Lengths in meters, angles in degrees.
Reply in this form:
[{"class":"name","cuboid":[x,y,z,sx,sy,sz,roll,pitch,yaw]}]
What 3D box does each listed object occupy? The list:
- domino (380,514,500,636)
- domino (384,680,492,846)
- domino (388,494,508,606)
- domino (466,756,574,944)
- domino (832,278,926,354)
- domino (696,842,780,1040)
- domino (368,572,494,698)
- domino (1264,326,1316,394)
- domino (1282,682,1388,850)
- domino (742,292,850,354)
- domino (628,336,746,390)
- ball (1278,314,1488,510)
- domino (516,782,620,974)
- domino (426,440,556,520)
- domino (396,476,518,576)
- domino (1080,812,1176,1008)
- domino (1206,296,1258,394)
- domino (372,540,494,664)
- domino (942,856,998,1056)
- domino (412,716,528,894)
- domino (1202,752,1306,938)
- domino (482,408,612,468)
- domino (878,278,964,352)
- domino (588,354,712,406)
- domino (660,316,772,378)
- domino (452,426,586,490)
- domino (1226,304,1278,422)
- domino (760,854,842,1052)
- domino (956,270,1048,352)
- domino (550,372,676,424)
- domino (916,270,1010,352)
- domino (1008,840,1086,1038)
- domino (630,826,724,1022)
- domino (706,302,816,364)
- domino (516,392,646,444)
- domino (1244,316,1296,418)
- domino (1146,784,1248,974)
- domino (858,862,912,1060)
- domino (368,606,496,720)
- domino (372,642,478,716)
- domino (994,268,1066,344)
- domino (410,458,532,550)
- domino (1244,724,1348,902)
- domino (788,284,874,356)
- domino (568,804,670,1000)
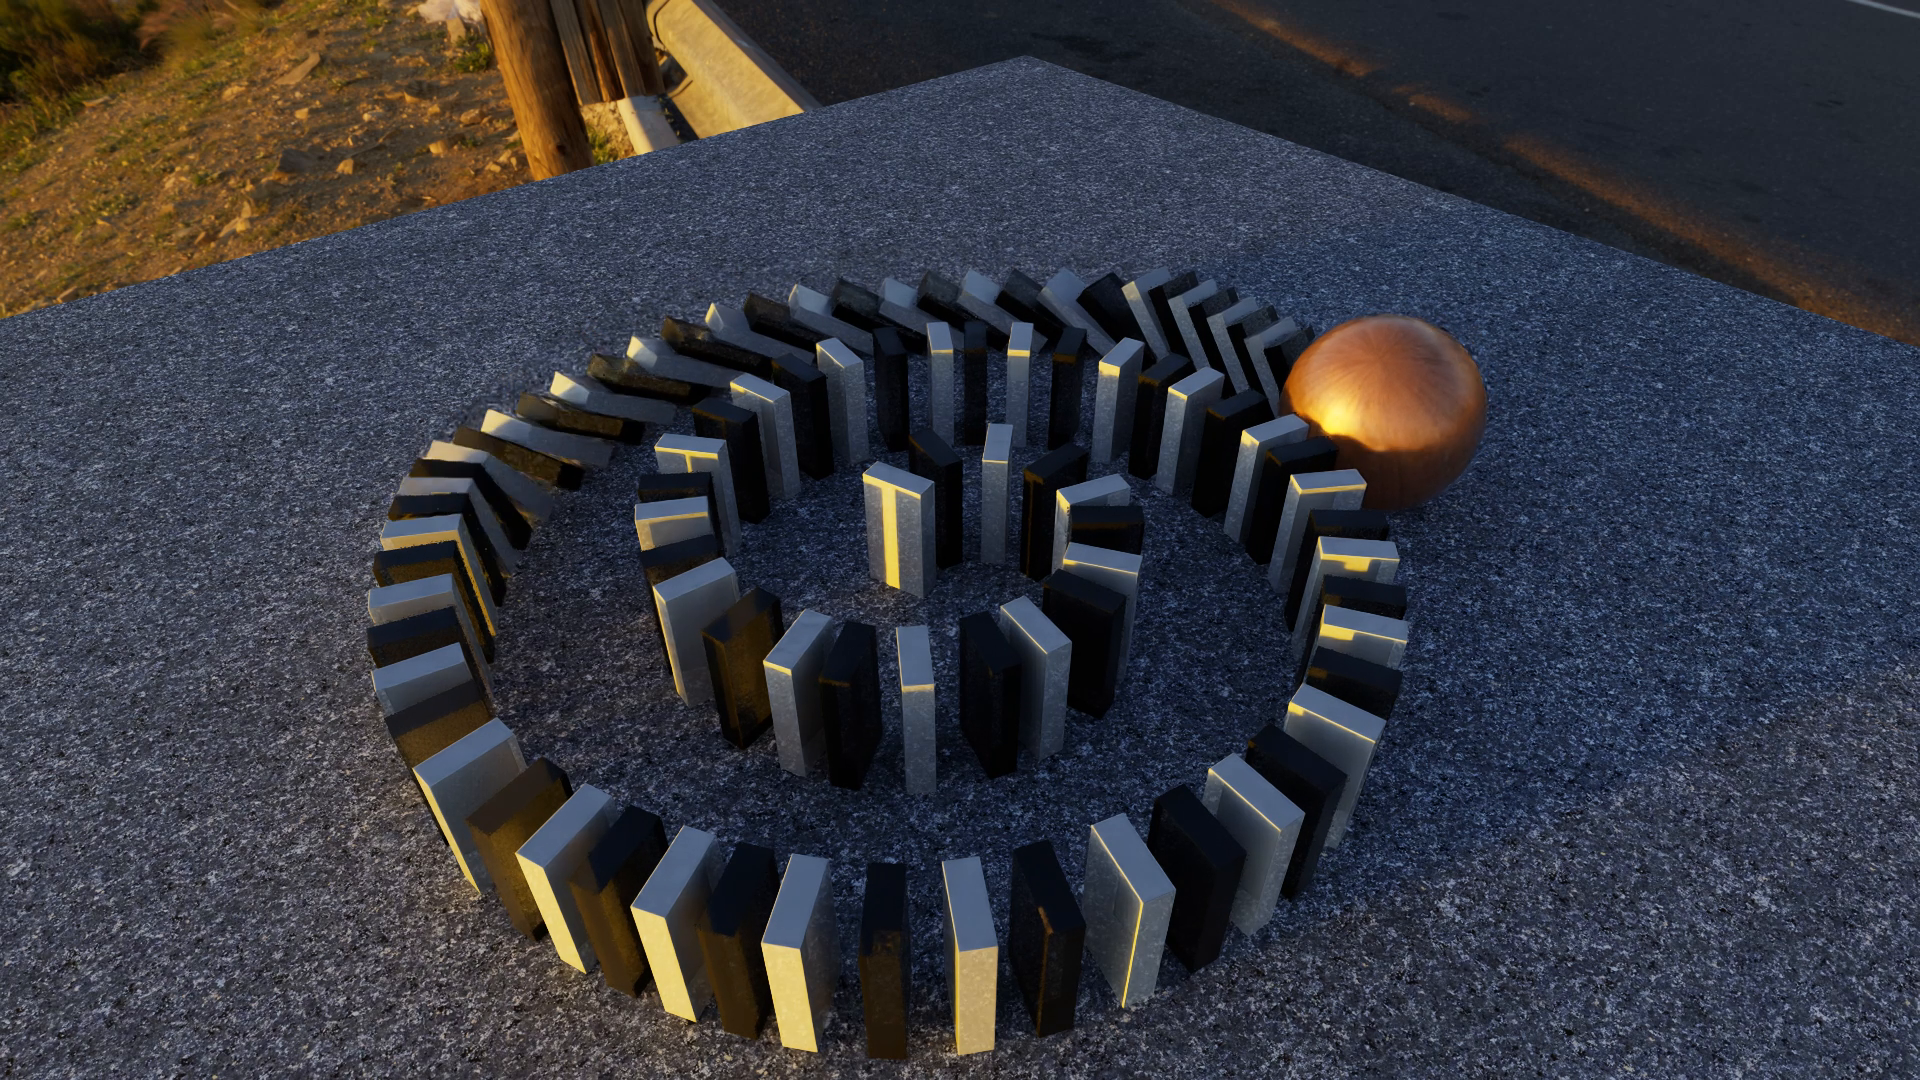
[{"class":"domino","cuboid":[-0.185,0.014,0.394,0.025,0.050,0.010,-7,40,-9]},{"class":"domino","cuboid":[-0.150,0.067,0.329,0.025,0.050,0.009,-25,46,-28]},{"class":"domino","cuboid":[-0.188,0.005,0.405,0.025,0.050,0.009,-3,45,-3]},{"class":"domino","cuboid":[-0.117,0.087,0.306,0.009,0.050,0.025,23,45,25]},{"class":"domino","cuboid":[-0.041,-0.115,0.566,0.050,0.010,0.025,21,34,-21]},{"class":"domino","cuboid":[-0.055,0.104,0.284,0.009,0.050,0.025,10,40,11]},{"class":"domino","cuboid":[-0.176,0.035,0.368,0.025,0.050,0.010,-13,41,-15]},{"class":"domino","cuboid":[0.157,-0.068,0.498,0.025,0.050,0.009,-31,11,-32]},{"class":"domino","cuboid":[0.107,0.068,0.328,0.025,0.050,0.009,25,45,27]},{"class":"domino","cuboid":[-0.082,-0.107,0.554,0.050,0.010,0.025,16,28,-31]},{"class":"domino","cuboid":[-0.131,-0.085,0.528,0.050,0.010,0.025,3,27,-47]},{"class":"ball","cuboid":[0.172,-0.052,0.451,0.080,0.080,0.080,0,39,0]},{"class":"domino","cuboid":[-0.102,0.092,0.299,0.010,0.050,0.025,19,43,22]},{"class":"domino","cuboid":[-0.188,-0.023,0.442,0.025,0.050,0.009,12,73,14]},{"class":"domino","cuboid":[-0.189,-0.004,0.416,0.025,0.050,0.009,1,54,1]},{"class":"domino","cuboid":[0.043,0.099,0.291,0.010,0.050,0.025,-16,42,-19]},{"class":"domino","cuboid":[0.137,-0.087,0.522,0.025,0.050,0.010,-31,11,-32]},{"class":"domino","cuboid":[-0.182,0.024,0.382,0.025,0.050,0.010,-10,40,-12]},{"class":"domino","cuboid":[0.002,0.107,0.281,0.010,0.050,0.025,-6,40,-7]},{"class":"domino","cuboid":[-0.136,0.077,0.317,0.009,0.050,0.025,30,48,32]},{"class":"domino","cuboid":[0.079,0.086,0.307,0.009,0.050,0.025,-25,45,-27]},{"class":"domino","cuboid":[-0.176,-0.043,0.472,0.025,0.009,0.050,20,2,23]},{"class":"domino","cuboid":[-0.018,-0.116,0.569,0.050,0.010,0.025,21,36,-18]},{"class":"domino","cuboid":[-0.145,-0.075,0.515,0.025,0.010,0.050,33,18,34]},{"class":"domino","cuboid":[-0.118,-0.094,0.538,0.050,0.010,0.025,10,24,-40]},{"class":"domino","cuboid":[-0.183,-0.034,0.458,0.025,0.050,0.010,17,85,19]},{"class":"domino","cuboid":[0.145,-0.081,0.514,0.025,0.050,0.009,-31,11,-32]},{"class":"domino","cuboid":[-0.040,0.106,0.282,0.010,0.050,0.025,6,40,8]},{"class":"domino","cuboid":[0.023,-0.119,0.569,0.050,0.010,0.025,28,37,-13]},{"class":"domino","cuboid":[-0.157,-0.064,0.501,0.025,0.009,0.050,28,13,30]},{"class":"domino","cuboid":[0.002,-0.118,0.569,0.050,0.009,0.025,25,35,-17]},{"class":"domino","cuboid":[0.022,0.104,0.285,0.010,0.050,0.025,-11,41,-13]},{"class":"domino","cuboid":[-0.071,0.101,0.288,0.009,0.050,0.025,13,41,15]},{"class":"domino","cuboid":[-0.099,-0.101,0.548,0.050,0.009,0.025,13,29,-35]},{"class":"domino","cuboid":[-0.167,-0.054,0.487,0.025,0.010,0.050,23,8,25]},{"class":"domino","cuboid":[0.151,-0.075,0.506,0.025,0.050,0.009,-31,11,-32]},{"class":"domino","cuboid":[0.062,0.093,0.298,0.009,0.050,0.025,-20,43,-23]},{"class":"domino","cuboid":[-0.018,0.108,0.280,0.010,0.050,0.025,1,39,1]},{"class":"domino","cuboid":[-0.169,0.046,0.355,0.025,0.050,0.009,-16,42,-18]},{"class":"domino","cuboid":[-0.161,0.057,0.342,0.025,0.050,0.009,-20,43,-22]},{"class":"domino","cuboid":[0.044,-0.118,0.569,0.050,0.010,0.025,32,41,-8]},{"class":"domino","cuboid":[-0.189,-0.013,0.428,0.025,0.050,0.009,5,62,6]},{"class":"domino","cuboid":[0.092,0.079,0.316,0.010,0.050,0.025,-30,48,-31]},{"class":"domino","cuboid":[-0.062,-0.112,0.561,0.050,0.010,0.025,19,33,-25]},{"class":"domino","cuboid":[-0.087,0.097,0.293,0.009,0.050,0.025,16,42,18]}]
